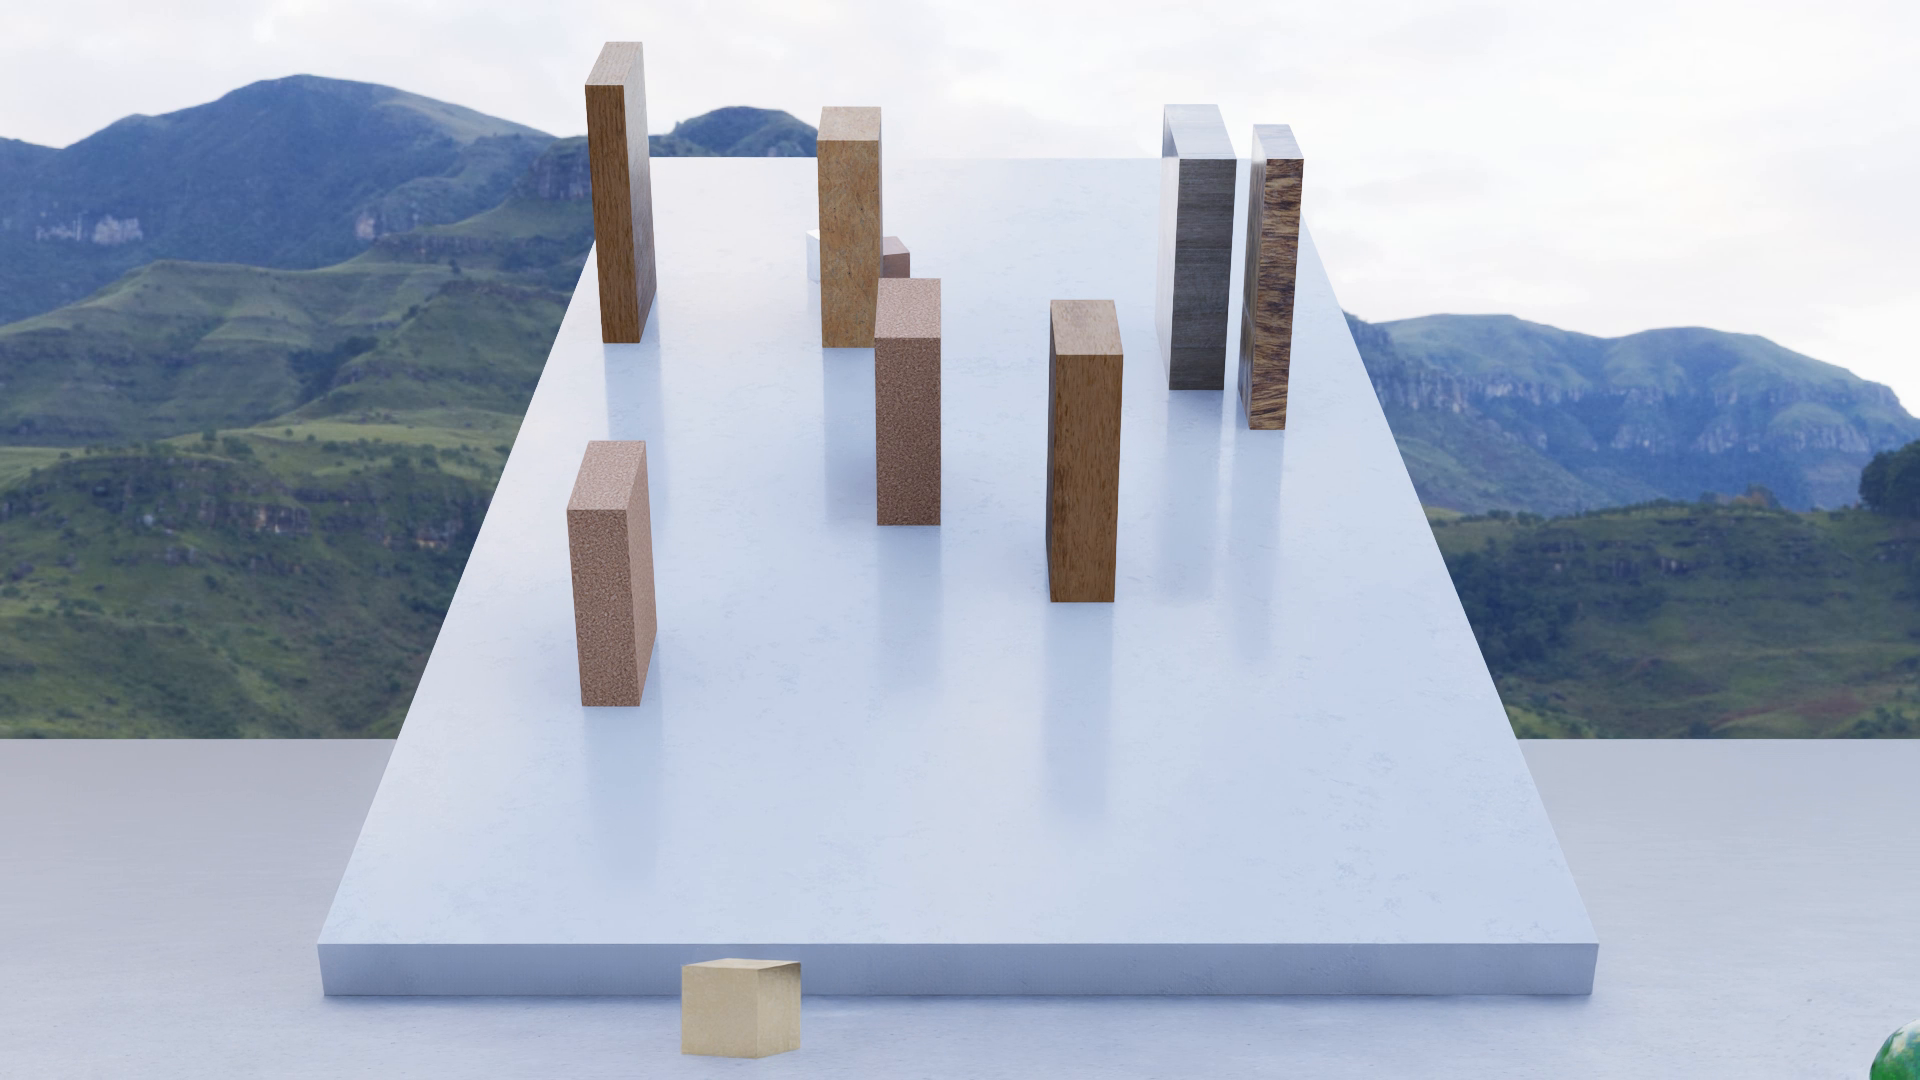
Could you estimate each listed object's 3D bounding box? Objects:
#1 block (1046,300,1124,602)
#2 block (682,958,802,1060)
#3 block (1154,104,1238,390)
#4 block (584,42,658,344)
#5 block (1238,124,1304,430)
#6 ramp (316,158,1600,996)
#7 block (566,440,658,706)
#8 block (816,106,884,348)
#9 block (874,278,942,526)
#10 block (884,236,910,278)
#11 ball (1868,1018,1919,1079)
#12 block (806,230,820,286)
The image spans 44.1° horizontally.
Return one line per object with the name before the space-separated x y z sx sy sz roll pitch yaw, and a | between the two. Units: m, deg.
block | 0.243 -0.177 4.703 0.127 0.530 0.288 0 27 0
block | -0.284 0.608 3.080 0.113 0.113 0.113 -2 -5 25
block | 0.564 -0.712 5.718 0.132 0.572 0.438 0 27 0
block | -0.846 -0.873 5.934 0.093 0.658 0.394 0 27 0
block | 0.707 -0.600 5.415 0.082 0.646 0.260 0 27 0
ramp | -0.010 -0.227 5.500 2.000 0.100 4.000 0 27 0
block | -0.639 0.059 4.372 0.106 0.401 0.294 0 27 0
block | -0.269 -0.779 5.891 0.147 0.532 0.283 0 27 0
block | -0.108 -0.298 5.056 0.134 0.426 0.344 0 27 0
block | -0.212 -0.703 6.181 0.134 0.134 0.134 -7 28 -14
ball | 0.931 0.520 2.220 0.149 0.149 0.149 0 -5 0
block | -0.319 -0.749 6.278 0.129 0.129 0.129 -15 31 -28
